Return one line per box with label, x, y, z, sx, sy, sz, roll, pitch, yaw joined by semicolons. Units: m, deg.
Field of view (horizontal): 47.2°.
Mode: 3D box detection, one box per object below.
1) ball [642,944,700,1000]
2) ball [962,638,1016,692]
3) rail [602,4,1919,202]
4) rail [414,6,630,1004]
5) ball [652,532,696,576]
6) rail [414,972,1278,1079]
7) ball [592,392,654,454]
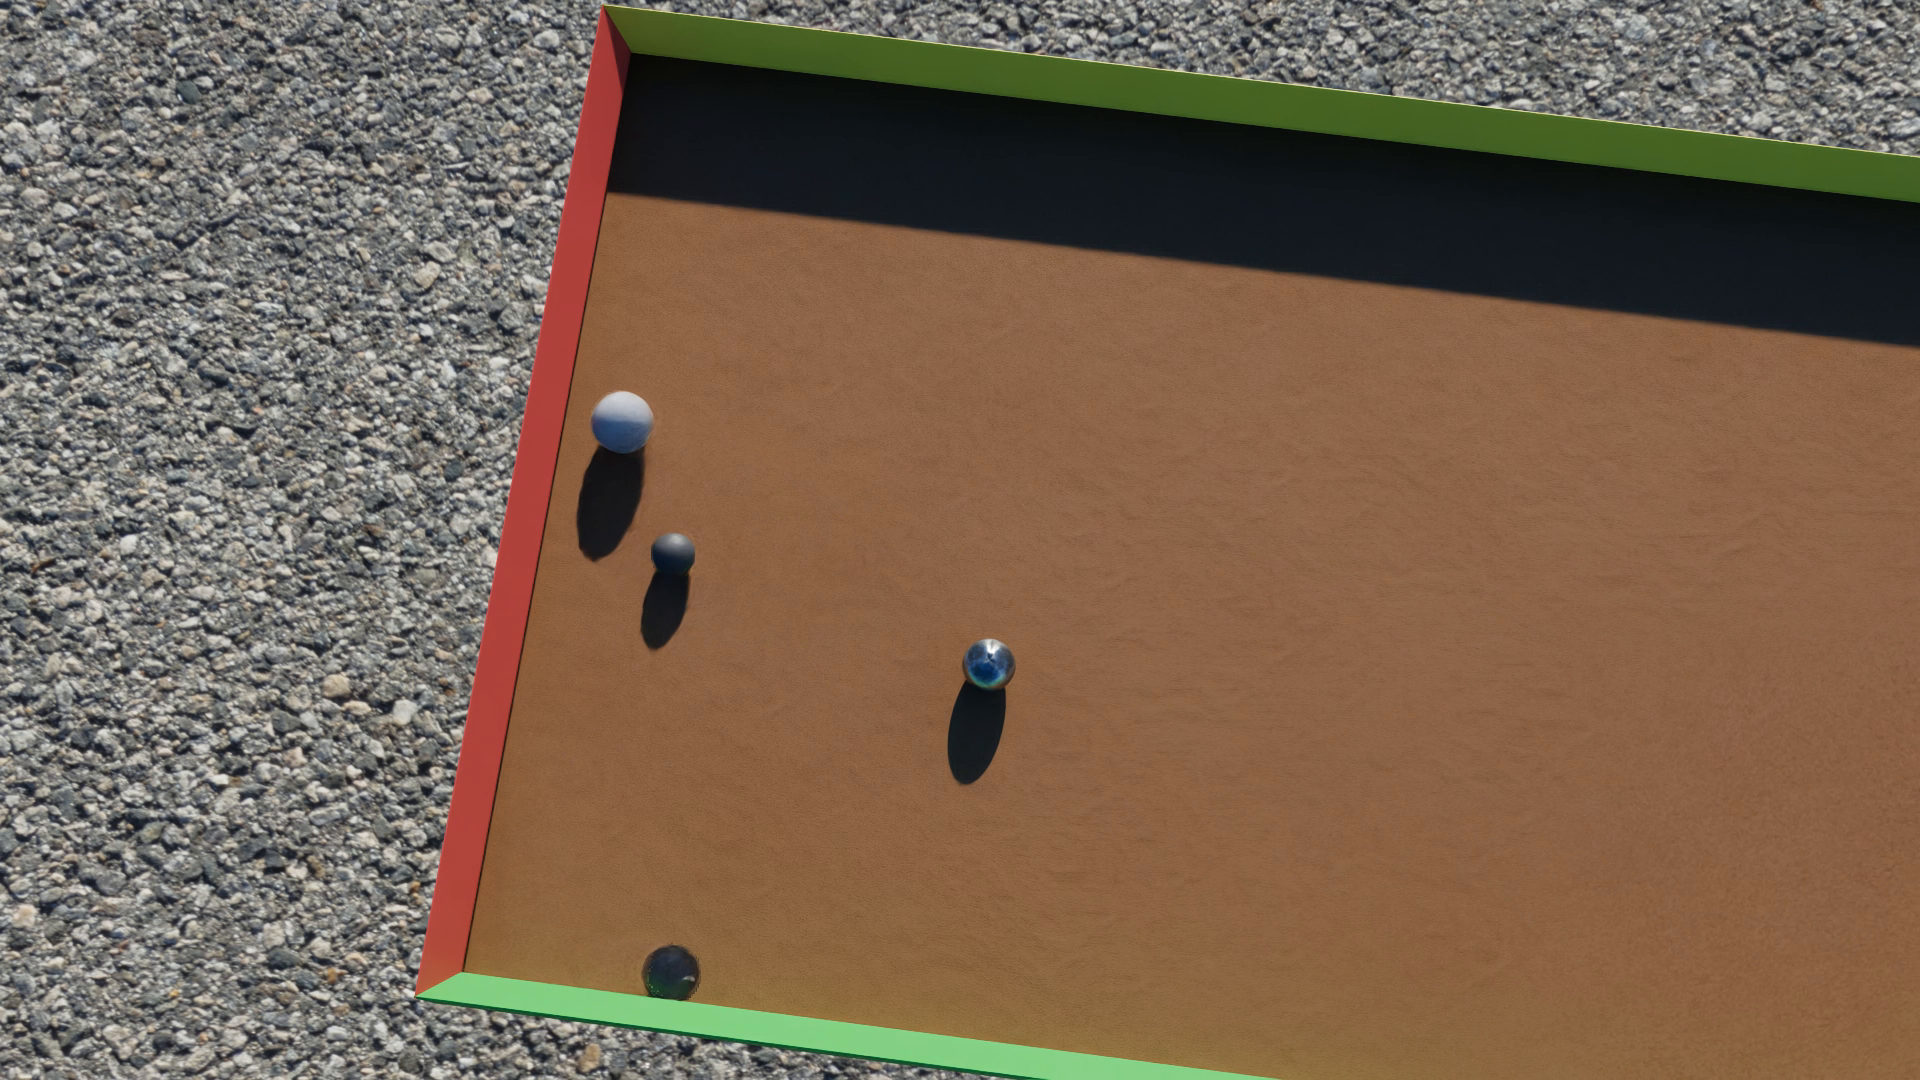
ball;-0.418;0.626;3.174;0.083;0.083;0.083;0;75;0
ball;0.043;0.187;3.294;0.081;0.081;0.081;0;75;0
rail;0.763;-0.648;3.498;2.692;0.124;0.045;7;75;2
rail;-0.644;-0.085;3.345;0.045;0.124;1.560;7;75;2
ball;-0.435;0.022;3.347;0.066;0.066;0.066;0;75;0
rail;0.572;0.800;3.105;2.692;0.124;0.045;7;75;2
ball;-0.519;-0.181;3.387;0.095;0.095;0.095;0;75;0
